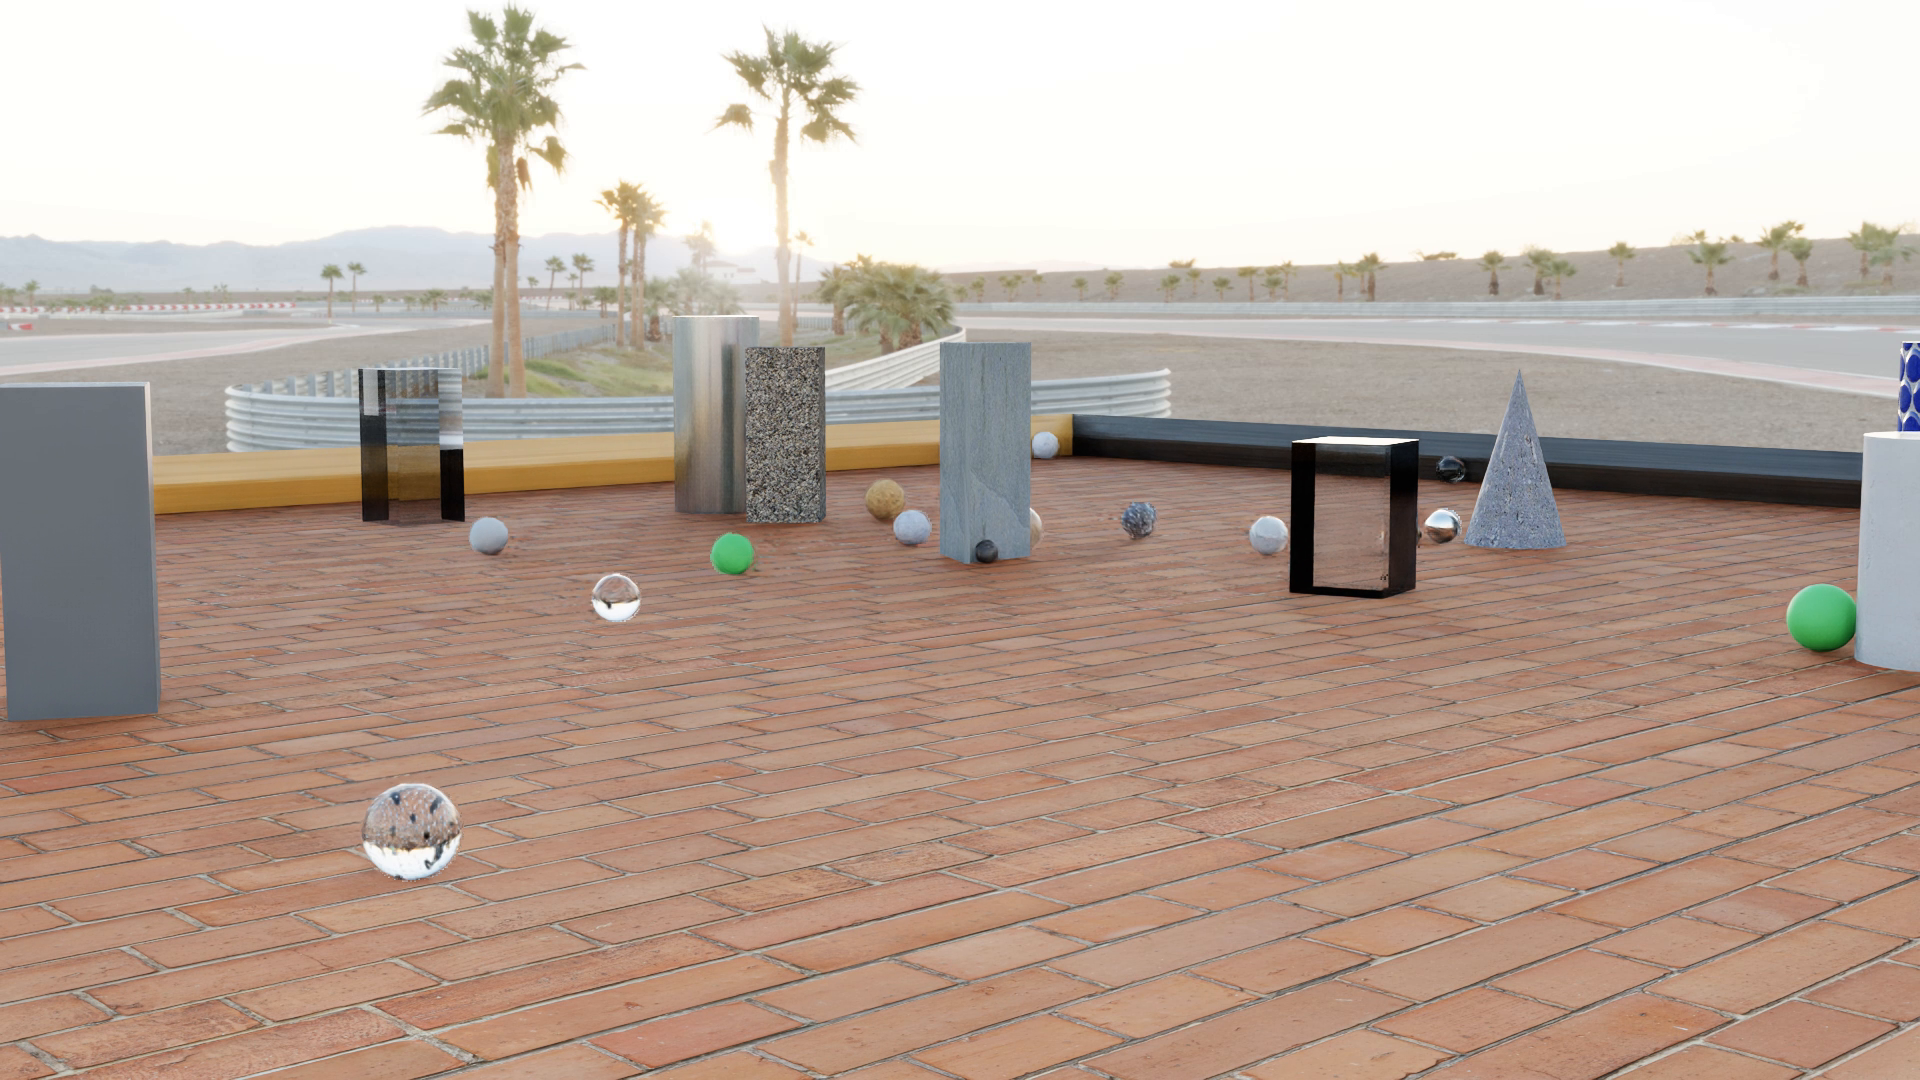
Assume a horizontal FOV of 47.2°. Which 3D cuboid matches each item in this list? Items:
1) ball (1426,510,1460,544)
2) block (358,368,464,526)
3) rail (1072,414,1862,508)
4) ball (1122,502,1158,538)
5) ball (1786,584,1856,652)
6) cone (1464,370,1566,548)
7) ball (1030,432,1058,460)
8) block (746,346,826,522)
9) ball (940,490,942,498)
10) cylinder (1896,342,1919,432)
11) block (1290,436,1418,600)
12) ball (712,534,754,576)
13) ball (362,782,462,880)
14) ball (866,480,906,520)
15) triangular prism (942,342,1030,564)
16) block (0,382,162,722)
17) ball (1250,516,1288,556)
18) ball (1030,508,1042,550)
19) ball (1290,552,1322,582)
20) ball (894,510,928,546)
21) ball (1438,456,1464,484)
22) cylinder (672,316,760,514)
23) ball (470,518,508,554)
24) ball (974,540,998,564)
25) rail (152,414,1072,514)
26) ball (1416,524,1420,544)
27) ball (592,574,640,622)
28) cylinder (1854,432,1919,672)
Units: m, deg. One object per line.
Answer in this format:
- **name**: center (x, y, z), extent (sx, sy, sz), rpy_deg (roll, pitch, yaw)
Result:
- **ball**: center (0.914, -0.025, 4.169), extent (0.063, 0.063, 0.063), rpy_deg (0, 6, 0)
- **block**: center (-1.142, -0.197, 4.579), extent (0.152, 0.319, 0.152), rpy_deg (-6, 8, -44)
- **rail**: center (1.844, -0.146, 5.024), extent (0.045, 0.123, 4.483), rpy_deg (-6, 8, -42)
- **ball**: center (0.349, -0.038, 4.267), extent (0.068, 0.068, 0.068), rpy_deg (0, 6, 0)
- **ball**: center (1.120, 0.101, 2.856), extent (0.088, 0.088, 0.088), rpy_deg (0, 6, 0)
- **cone**: center (1.053, -0.158, 4.155), extent (0.190, 0.332, 0.190), rpy_deg (0, 6, 0)
- **ball**: center (0.250, -0.279, 6.485), extent (0.082, 0.082, 0.082), rpy_deg (0, 6, 0)
- **block**: center (-0.366, -0.224, 4.630), extent (0.152, 0.362, 0.152), rpy_deg (0, 6, 1)
- **ball**: center (-0.015, -0.103, 4.926), extent (0.060, 0.060, 0.060), rpy_deg (0, 6, 0)
- **cylinder**: center (1.721, -0.148, 3.801), extent (0.190, 0.386, 0.190), rpy_deg (0, 6, 0)
- **block**: center (0.621, -0.038, 3.464), extent (0.152, 0.237, 0.152), rpy_deg (4, 7, 31)
- **ball**: center (-0.379, 0.024, 3.674), extent (0.070, 0.070, 0.070), rpy_deg (0, 6, 0)
- **ball**: center (-0.428, 0.228, 1.719), extent (0.075, 0.075, 0.075), rpy_deg (0, 6, 0)
- **ball**: center (-0.157, -0.084, 4.626), extent (0.084, 0.084, 0.084), rpy_deg (0, 6, 0)
- **triangular prism**: center (0.018, -0.161, 3.933), extent (0.143, 0.383, 0.165), rpy_deg (6, 8, 44)
- **block**: center (-0.981, 0.007, 2.453), extent (0.152, 0.360, 0.152), rpy_deg (-2, 6, -18)
- **ball**: center (0.558, -0.008, 3.974), extent (0.070, 0.070, 0.070), rpy_deg (0, 6, 0)
- **ball**: center (0.107, -0.021, 4.012), extent (0.088, 0.088, 0.088), rpy_deg (0, 6, 0)
- **ball**: center (0.563, 0.044, 3.576), extent (0.051, 0.051, 0.051), rpy_deg (0, 6, 0)
- **ball**: center (-0.091, -0.023, 4.141), extent (0.066, 0.066, 0.066), rpy_deg (0, 6, 0)
- **ball**: center (1.250, -0.178, 5.599), extent (0.069, 0.069, 0.069), rpy_deg (0, 6, 0)
- **cylinder**: center (-0.534, -0.278, 4.836), extent (0.190, 0.426, 0.190), rpy_deg (0, 6, 0)
- **ball**: center (-0.851, -0.007, 3.977), extent (0.068, 0.068, 0.068), rpy_deg (0, 6, 0)
- **ball**: center (0.046, 0.020, 3.841), extent (0.042, 0.042, 0.042), rpy_deg (0, 6, 0)
- **rail**: center (-1.504, -0.139, 4.953), extent (5.066, 0.123, 0.045), rpy_deg (-6, 8, -42)
- **ball**: center (0.824, -0.009, 4.066), extent (0.054, 0.054, 0.054), rpy_deg (0, 6, 0)
- **ball**: center (-0.490, 0.082, 3.133), extent (0.067, 0.067, 0.067), rpy_deg (0, 6, 0)
- **cylinder**: center (1.231, 0.012, 2.762), extent (0.190, 0.285, 0.190), rpy_deg (0, 6, 0)
